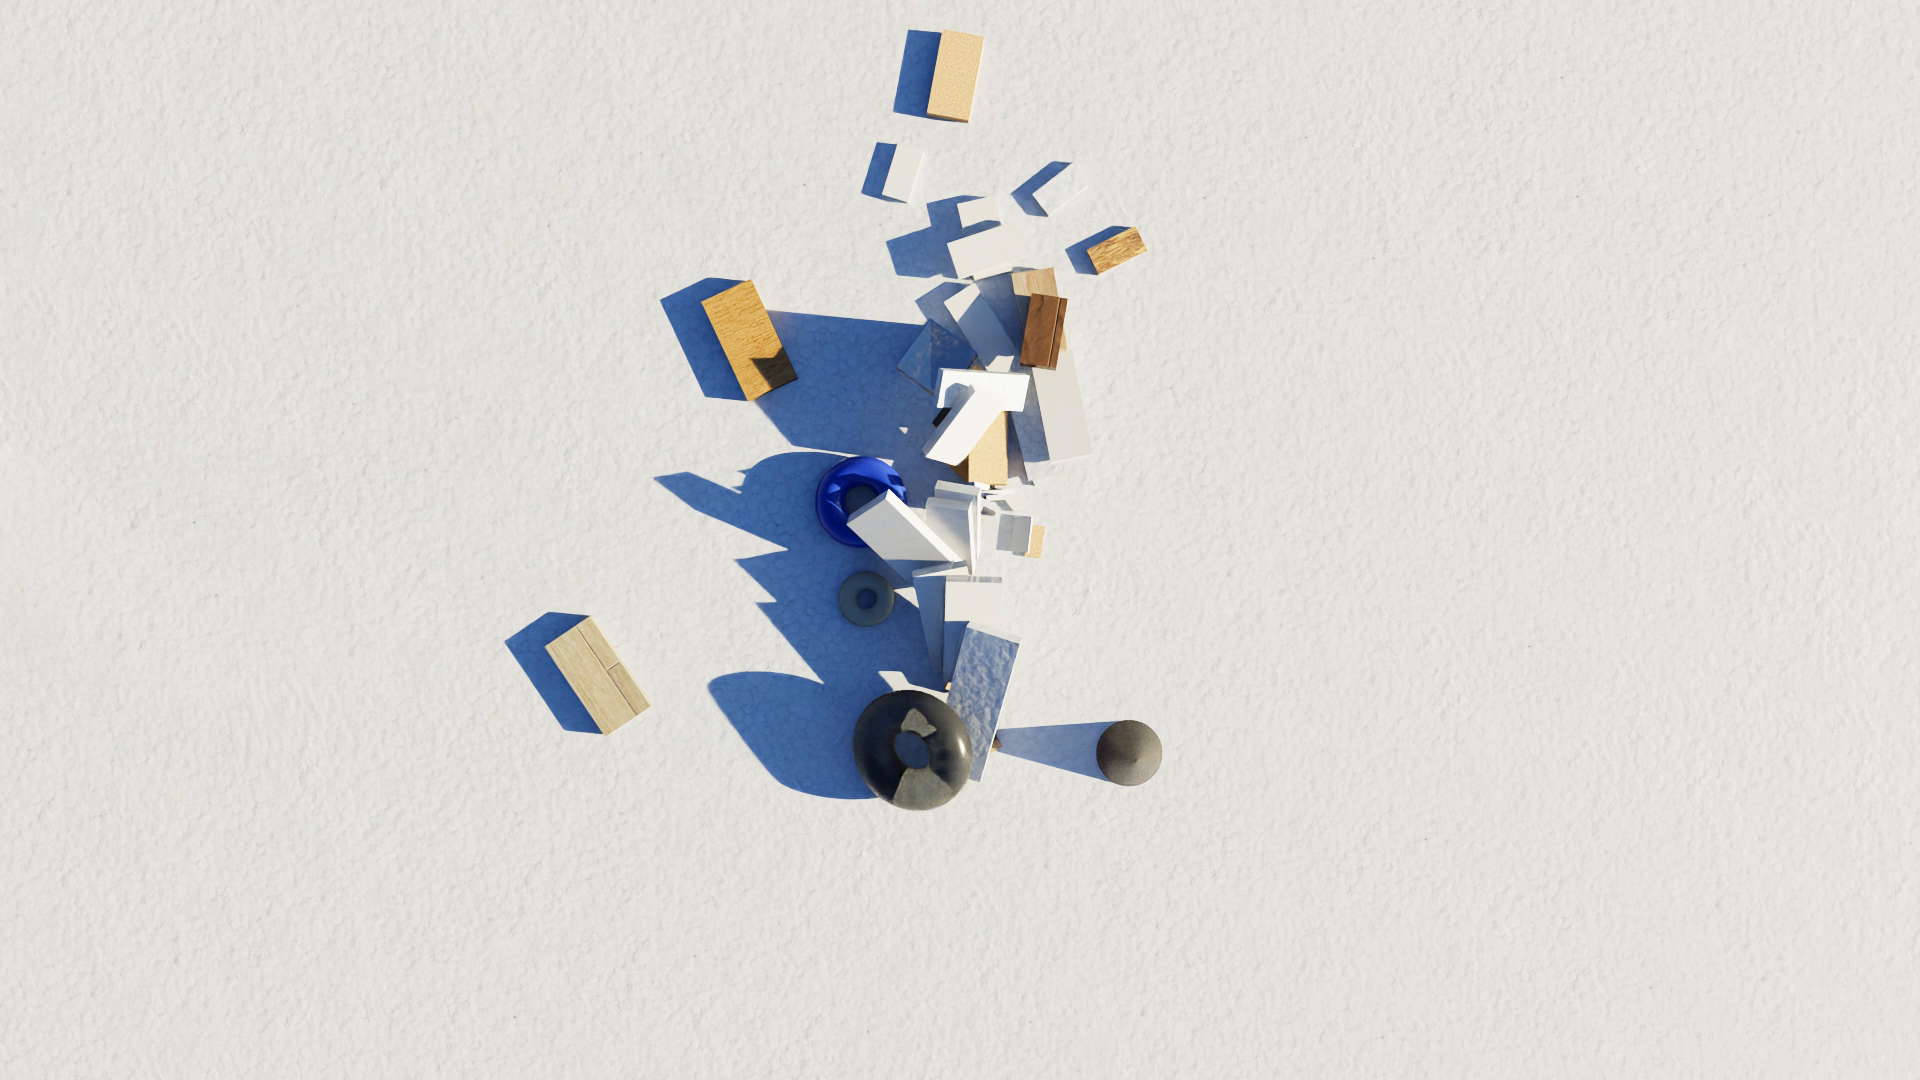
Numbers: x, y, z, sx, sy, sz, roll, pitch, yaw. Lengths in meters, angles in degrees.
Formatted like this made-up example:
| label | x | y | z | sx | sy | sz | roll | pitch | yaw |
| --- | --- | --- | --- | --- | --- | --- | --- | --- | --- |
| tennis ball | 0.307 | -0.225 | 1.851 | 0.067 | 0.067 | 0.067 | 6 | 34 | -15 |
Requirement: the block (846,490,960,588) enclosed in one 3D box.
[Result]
| label | x | y | z | sx | sy | sz | roll | pitch | yaw |
| --- | --- | --- | --- | --- | --- | --- | --- | --- | --- |
| block | -0.178 | 0.010 | 5.366 | 0.180 | 0.051 | 0.359 | -32 | 116 | 31 |

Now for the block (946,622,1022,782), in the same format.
| label | x | y | z | sx | sy | sz | roll | pitch | yaw |
| --- | --- | --- | --- | --- | --- | --- | --- | --- | --- |
| block | 0.049 | 0.530 | 5.371 | 0.180 | 0.051 | 0.521 | 18 | 112 | 7 |

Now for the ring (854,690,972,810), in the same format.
| label | x | y | z | sx | sy | sz | roll | pitch | yaw |
| --- | --- | --- | --- | --- | --- | --- | --- | --- | --- |
| ring | -0.157 | 0.687 | 5.378 | 0.414 | 0.138 | 0.414 | 6 | 106 | 20 |

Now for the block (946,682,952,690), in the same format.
| label | x | y | z | sx | sy | sz | roll | pitch | yaw |
| --- | --- | --- | --- | --- | --- | --- | --- | --- | --- |
| block | 0.013 | 0.441 | 5.452 | 0.071 | 0.020 | 0.142 | 22 | 110 | -14 |

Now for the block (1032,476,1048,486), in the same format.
| label | x | y | z | sx | sy | sz | roll | pitch | yaw |
| --- | --- | --- | --- | --- | --- | --- | --- | --- | --- |
| block | 0.249 | -0.240 | 5.492 | 0.053 | 0.015 | 0.106 | -27 | 90 | 0 |

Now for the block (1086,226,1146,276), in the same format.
| label | x | y | z | sx | sy | sz | roll | pitch | yaw |
| --- | --- | --- | --- | --- | --- | --- | --- | --- | --- |
| block | 0.521 | -0.962 | 5.487 | 0.180 | 0.026 | 0.090 | -26 | 90 | 0 |

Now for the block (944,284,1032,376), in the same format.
| label | x | y | z | sx | sy | sz | roll | pitch | yaw |
| --- | --- | --- | --- | --- | --- | --- | --- | --- | --- |
| block | 0.094 | -0.669 | 5.483 | 0.120 | 0.034 | 0.361 | -33 | 90 | 0 |

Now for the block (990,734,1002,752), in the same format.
| label | x | y | z | sx | sy | sz | roll | pitch | yaw |
| --- | --- | --- | --- | --- | --- | --- | --- | --- | --- |
| block | 0.077 | 0.641 | 5.490 | 0.071 | 0.020 | 0.142 | -28 | 90 | 0 |

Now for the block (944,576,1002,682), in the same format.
| label | x | y | z | sx | sy | sz | roll | pitch | yaw |
| --- | --- | --- | --- | --- | --- | --- | --- | --- | --- |
| block | 0.040 | 0.292 | 5.351 | 0.180 | 0.051 | 0.359 | 2 | 112 | -1 |

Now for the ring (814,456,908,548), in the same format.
| label | x | y | z | sx | sy | sz | roll | pitch | yaw |
| --- | --- | --- | --- | --- | --- | --- | --- | --- | --- |
| ring | -0.326 | -0.125 | 5.450 | 0.309 | 0.103 | 0.309 | 0 | 90 | 1 |

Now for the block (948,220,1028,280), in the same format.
| label | x | y | z | sx | sy | sz | roll | pitch | yaw |
| --- | --- | --- | --- | --- | --- | --- | --- | --- | --- |
| block | 0.091 | -0.957 | 5.447 | 0.240 | 0.034 | 0.120 | -18 | 90 | 0 |

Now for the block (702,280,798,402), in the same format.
| label | x | y | z | sx | sy | sz | roll | pitch | yaw |
| --- | --- | --- | --- | --- | --- | --- | --- | --- | --- |
| block | -0.697 | -0.662 | 5.475 | 0.180 | 0.051 | 0.359 | -25 | 90 | 0 |

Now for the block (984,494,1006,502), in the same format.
| label | x | y | z | sx | sy | sz | roll | pitch | yaw |
| --- | --- | --- | --- | --- | --- | --- | --- | --- | --- |
| block | 0.109 | -0.137 | 5.436 | 0.060 | 0.121 | 0.017 | -6 | 89 | -7 |

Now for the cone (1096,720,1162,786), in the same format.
| label | x | y | z | sx | sy | sz | roll | pitch | yaw |
| --- | --- | --- | --- | --- | --- | --- | --- | --- | --- |
| cone | 0.565 | 0.711 | 5.389 | 0.222 | 0.222 | 0.222 | 0 | 90 | 0 |

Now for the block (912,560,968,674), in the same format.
| label | x | y | z | sx | sy | sz | roll | pitch | yaw |
| --- | --- | --- | --- | --- | --- | --- | --- | --- | --- |
| block | -0.036 | 0.252 | 5.403 | 0.180 | 0.051 | 0.359 | -11 | 114 | 0 |

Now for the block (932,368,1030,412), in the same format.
| label | x | y | z | sx | sy | sz | roll | pitch | yaw |
| --- | --- | --- | --- | --- | --- | --- | --- | --- | --- |
| block | 0.069 | -0.487 | 5.348 | 0.325 | 0.034 | 0.120 | 0 | 110 | -31 |

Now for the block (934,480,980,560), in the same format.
| label | x | y | z | sx | sy | sz | roll | pitch | yaw |
| --- | --- | --- | --- | --- | --- | --- | --- | --- | --- |
| block | -0.007 | -0.063 | 5.375 | 0.143 | 0.040 | 0.285 | 10 | 134 | 10 |

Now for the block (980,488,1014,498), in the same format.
| label | x | y | z | sx | sy | sz | roll | pitch | yaw |
| --- | --- | --- | --- | --- | --- | --- | --- | --- | --- |
| block | 0.115 | -0.154 | 5.442 | 0.121 | 0.060 | 0.017 | -5 | 89 | -12 |

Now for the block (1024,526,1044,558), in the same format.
| label | x | y | z | sx | sy | sz | roll | pitch | yaw |
| --- | --- | --- | --- | --- | --- | --- | --- | --- | --- |
| block | 0.249 | 0.005 | 5.492 | 0.053 | 0.015 | 0.106 | 8 | 90 | 0 |

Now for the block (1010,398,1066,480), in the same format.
| label | x | y | z | sx | sy | sz | roll | pitch | yaw |
| --- | --- | --- | --- | --- | --- | --- | --- | --- | --- |
| block | 0.256 | -0.336 | 5.470 | 0.127 | 0.036 | 0.255 | -14 | 85 | 0 |

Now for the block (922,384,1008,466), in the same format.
| label | x | y | z | sx | sy | sz | roll | pitch | yaw |
| --- | --- | --- | --- | --- | --- | --- | --- | --- | --- |
| block | 0.015 | -0.371 | 5.346 | 0.285 | 0.143 | 0.040 | -52 | 46 | 25 |

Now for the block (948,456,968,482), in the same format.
| label | x | y | z | sx | sy | sz | roll | pitch | yaw |
| --- | --- | --- | --- | --- | --- | --- | --- | --- | --- |
| block | 0.021 | -0.273 | 5.483 | 0.239 | 0.034 | 0.120 | 43 | 90 | 0 |

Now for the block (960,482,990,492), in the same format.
| label | x | y | z | sx | sy | sz | roll | pitch | yaw |
| --- | --- | --- | --- | --- | --- | --- | --- | --- | --- |
| block | 0.038 | -0.171 | 5.387 | 0.074 | 0.148 | 0.021 | -6 | 85 | 19 |

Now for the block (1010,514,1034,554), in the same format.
| label | x | y | z | sx | sy | sz | roll | pitch | yaw |
| --- | --- | --- | --- | --- | --- | --- | --- | --- | --- |
| block | 0.205 | -0.020 | 5.482 | 0.060 | 0.017 | 0.121 | 6 | 90 | 18 |

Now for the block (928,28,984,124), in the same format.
| label | x | y | z | sx | sy | sz | roll | pitch | yaw |
| --- | --- | --- | --- | --- | --- | --- | --- | --- | --- |
| block | -0.014 | -1.541 | 5.480 | 0.141 | 0.040 | 0.282 | 11 | 90 | 0 |

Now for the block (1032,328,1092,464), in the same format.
| label | x | y | z | sx | sy | sz | roll | pitch | yaw |
| --- | --- | --- | --- | --- | --- | --- | --- | --- | --- |
| block | 0.326 | -0.477 | 5.443 | 0.141 | 0.040 | 0.438 | -11 | 80 | 0 |

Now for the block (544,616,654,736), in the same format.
| label | x | y | z | sx | sy | sz | roll | pitch | yaw |
| --- | --- | --- | --- | --- | --- | --- | --- | --- | --- |
| block | -1.198 | 0.451 | 5.475 | 0.180 | 0.051 | 0.359 | -34 | 90 | 0 |

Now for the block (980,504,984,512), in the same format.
| label | x | y | z | sx | sy | sz | roll | pitch | yaw |
| --- | --- | --- | --- | --- | --- | --- | --- | --- | --- |
| block | 0.036 | -0.112 | 5.425 | 0.074 | 0.148 | 0.021 | 26 | 85 | 0 |

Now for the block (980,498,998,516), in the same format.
| label | x | y | z | sx | sy | sz | roll | pitch | yaw |
| --- | --- | --- | --- | --- | --- | --- | --- | --- | --- |
| block | 0.087 | -0.111 | 5.425 | 0.074 | 0.149 | 0.021 | 27 | 85 | 0 |

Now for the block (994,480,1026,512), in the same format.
| label | x | y | z | sx | sy | sz | roll | pitch | yaw |
| --- | --- | --- | --- | --- | --- | --- | --- | --- | --- |
| block | 0.169 | -0.152 | 5.492 | 0.053 | 0.015 | 0.106 | -39 | 90 | 0 |

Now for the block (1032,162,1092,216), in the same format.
| label | x | y | z | sx | sy | sz | roll | pitch | yaw |
| --- | --- | --- | --- | --- | --- | --- | --- | --- | --- |
| block | 0.338 | -1.167 | 5.487 | 0.180 | 0.026 | 0.090 | -38 | 90 | 0 |

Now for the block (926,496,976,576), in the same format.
| label | x | y | z | sx | sy | sz | roll | pitch | yaw |
| --- | --- | --- | --- | --- | --- | --- | --- | --- | --- |
| block | -0.029 | -0.011 | 5.374 | 0.143 | 0.040 | 0.285 | 7 | 133 | 13 |

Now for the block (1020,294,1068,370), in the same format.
| label | x | y | z | sx | sy | sz | roll | pitch | yaw |
| --- | --- | --- | --- | --- | --- | --- | --- | --- | --- |
| block | 0.275 | -0.681 | 5.401 | 0.120 | 0.034 | 0.240 | 9 | 80 | 4 |

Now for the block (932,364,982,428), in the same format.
| label | x | y | z | sx | sy | sz | roll | pitch | yaw |
| --- | --- | --- | --- | --- | --- | --- | --- | --- | --- |
| block | -0.007 | -0.469 | 5.440 | 0.034 | 0.120 | 0.239 | 36 | 90 | 0 |

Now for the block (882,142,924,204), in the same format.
| label | x | y | z | sx | sy | sz | roll | pitch | yaw |
| --- | --- | --- | --- | --- | --- | --- | --- | --- | --- |
| block | -0.189 | -1.221 | 5.487 | 0.090 | 0.026 | 0.180 | 17 | 90 | 0 |

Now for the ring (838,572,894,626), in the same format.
| label | x | y | z | sx | sy | sz | roll | pitch | yaw |
| --- | --- | --- | --- | --- | --- | --- | --- | --- | --- |
| ring | -0.311 | 0.196 | 5.470 | 0.185 | 0.062 | 0.185 | 0 | 89 | -1 |

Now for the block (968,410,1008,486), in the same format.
| label | x | y | z | sx | sy | sz | roll | pitch | yaw |
| --- | --- | --- | --- | --- | --- | --- | --- | --- | --- |
| block | 0.091 | -0.334 | 5.454 | 0.127 | 0.036 | 0.303 | 1 | 82 | -7 |

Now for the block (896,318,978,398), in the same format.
| label | x | y | z | sx | sy | sz | roll | pitch | yaw |
| --- | --- | --- | --- | --- | --- | --- | --- | --- | --- |
| block | -0.075 | -0.583 | 5.405 | 0.189 | 0.189 | 0.189 | 36 | 90 | 0 |

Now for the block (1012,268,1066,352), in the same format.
| label | x | y | z | sx | sy | sz | roll | pitch | yaw |
| --- | --- | --- | --- | --- | --- | --- | --- | --- | --- |
| block | 0.261 | -0.752 | 5.453 | 0.141 | 0.040 | 0.282 | -9 | 79 | 0 |

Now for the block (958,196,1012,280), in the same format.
| label | x | y | z | sx | sy | sz | roll | pitch | yaw |
| --- | --- | --- | --- | --- | --- | --- | --- | --- | --- |
| block | 0.081 | -1.003 | 5.482 | 0.127 | 0.036 | 0.255 | -13 | 90 | 0 |
